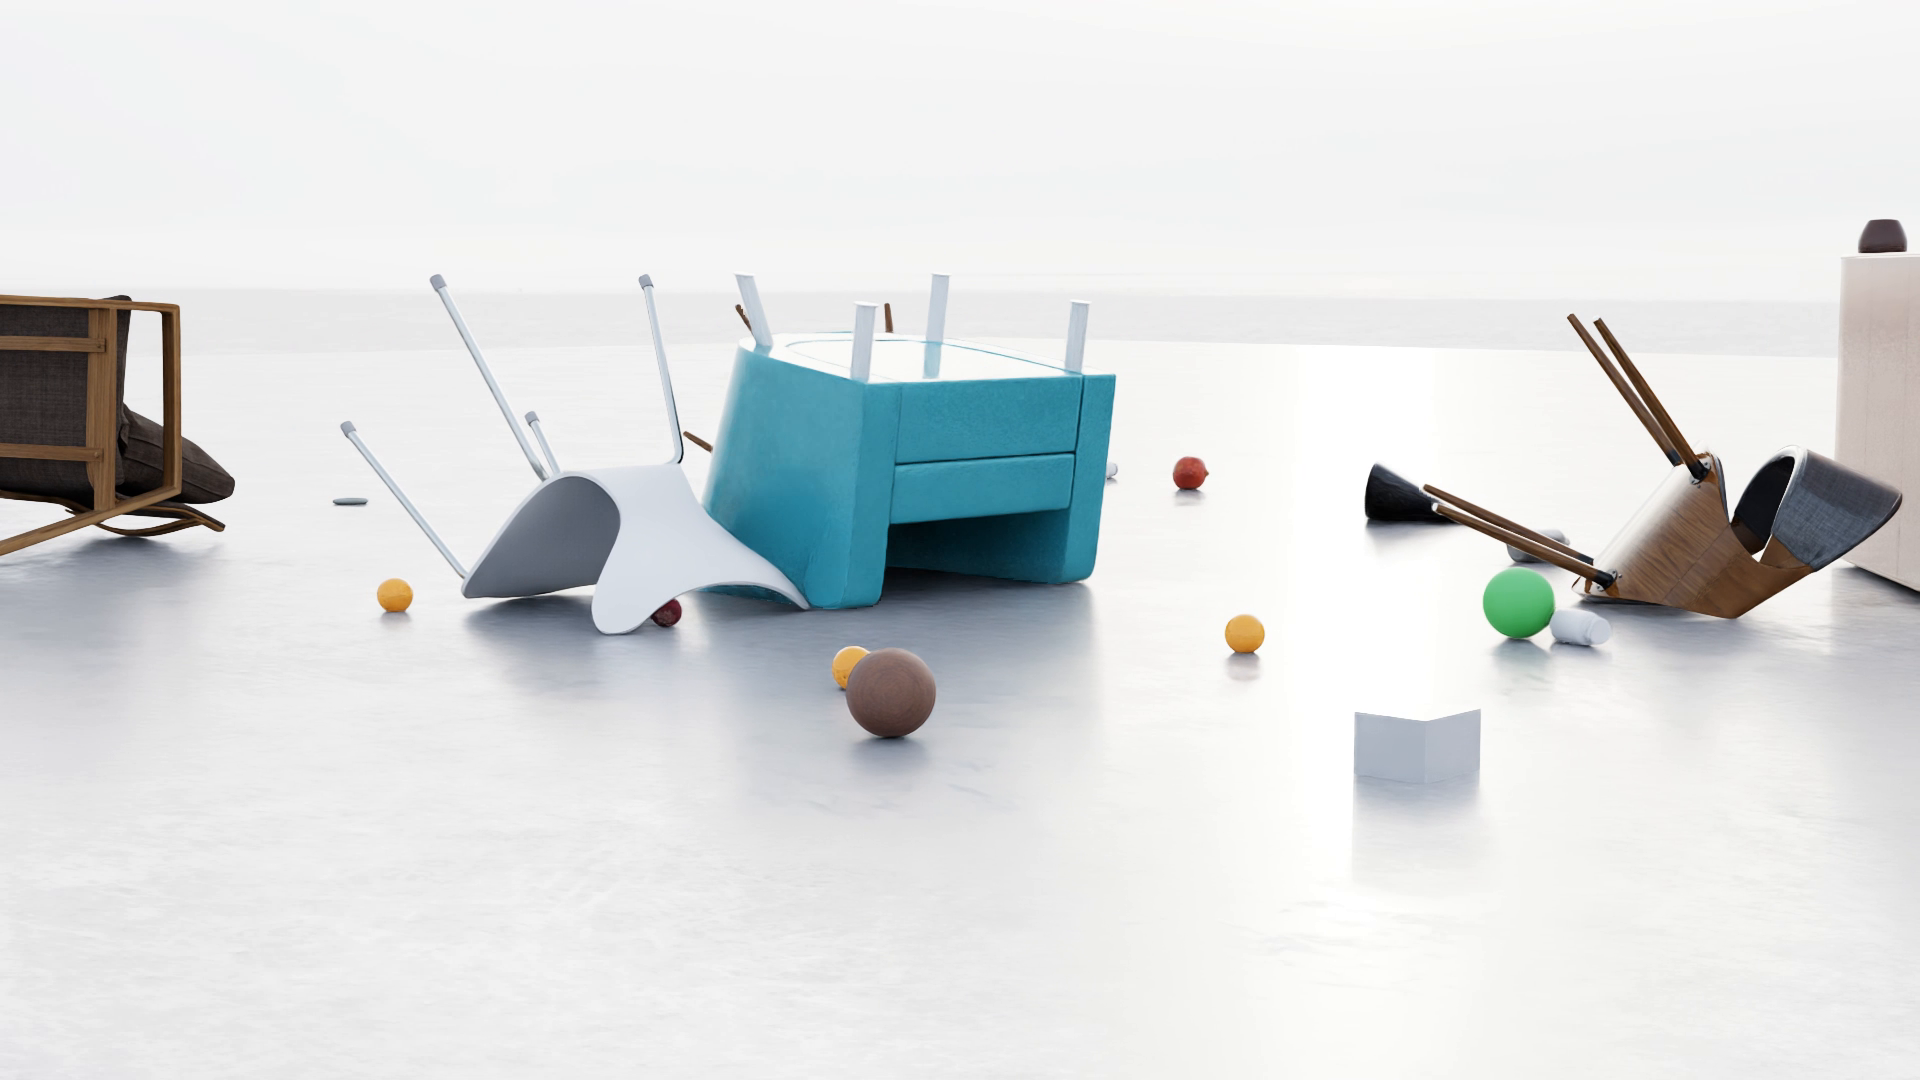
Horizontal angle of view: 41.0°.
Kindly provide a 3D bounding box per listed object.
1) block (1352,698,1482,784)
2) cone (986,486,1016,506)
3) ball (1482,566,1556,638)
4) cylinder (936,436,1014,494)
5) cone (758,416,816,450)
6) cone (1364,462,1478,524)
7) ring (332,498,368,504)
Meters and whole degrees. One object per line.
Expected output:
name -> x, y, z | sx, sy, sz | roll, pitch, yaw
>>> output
block -> 0.608, 0.267, 3.413 | 0.111, 0.084, 0.135 | 5, 8, 43
cone -> 0.127, -0.117, 7.406 | 0.085, 0.061, 0.103 | 7, -10, 11
ball -> 1.017, 0.114, 4.666 | 0.131, 0.131, 0.131 | 0, 6, 0
cylinder -> 0.048, -0.235, 7.917 | 0.244, 0.159, 0.294 | -1, 6, -5
cone -> -0.672, -0.370, 9.683 | 0.214, 0.135, 0.212 | -17, -1, 8
cone -> 1.249, -0.089, 6.872 | 0.303, 0.134, 0.258 | 19, -17, 19
ring -> -1.766, -0.113, 7.432 | 0.103, 0.016, 0.078 | -1, 7, -10
